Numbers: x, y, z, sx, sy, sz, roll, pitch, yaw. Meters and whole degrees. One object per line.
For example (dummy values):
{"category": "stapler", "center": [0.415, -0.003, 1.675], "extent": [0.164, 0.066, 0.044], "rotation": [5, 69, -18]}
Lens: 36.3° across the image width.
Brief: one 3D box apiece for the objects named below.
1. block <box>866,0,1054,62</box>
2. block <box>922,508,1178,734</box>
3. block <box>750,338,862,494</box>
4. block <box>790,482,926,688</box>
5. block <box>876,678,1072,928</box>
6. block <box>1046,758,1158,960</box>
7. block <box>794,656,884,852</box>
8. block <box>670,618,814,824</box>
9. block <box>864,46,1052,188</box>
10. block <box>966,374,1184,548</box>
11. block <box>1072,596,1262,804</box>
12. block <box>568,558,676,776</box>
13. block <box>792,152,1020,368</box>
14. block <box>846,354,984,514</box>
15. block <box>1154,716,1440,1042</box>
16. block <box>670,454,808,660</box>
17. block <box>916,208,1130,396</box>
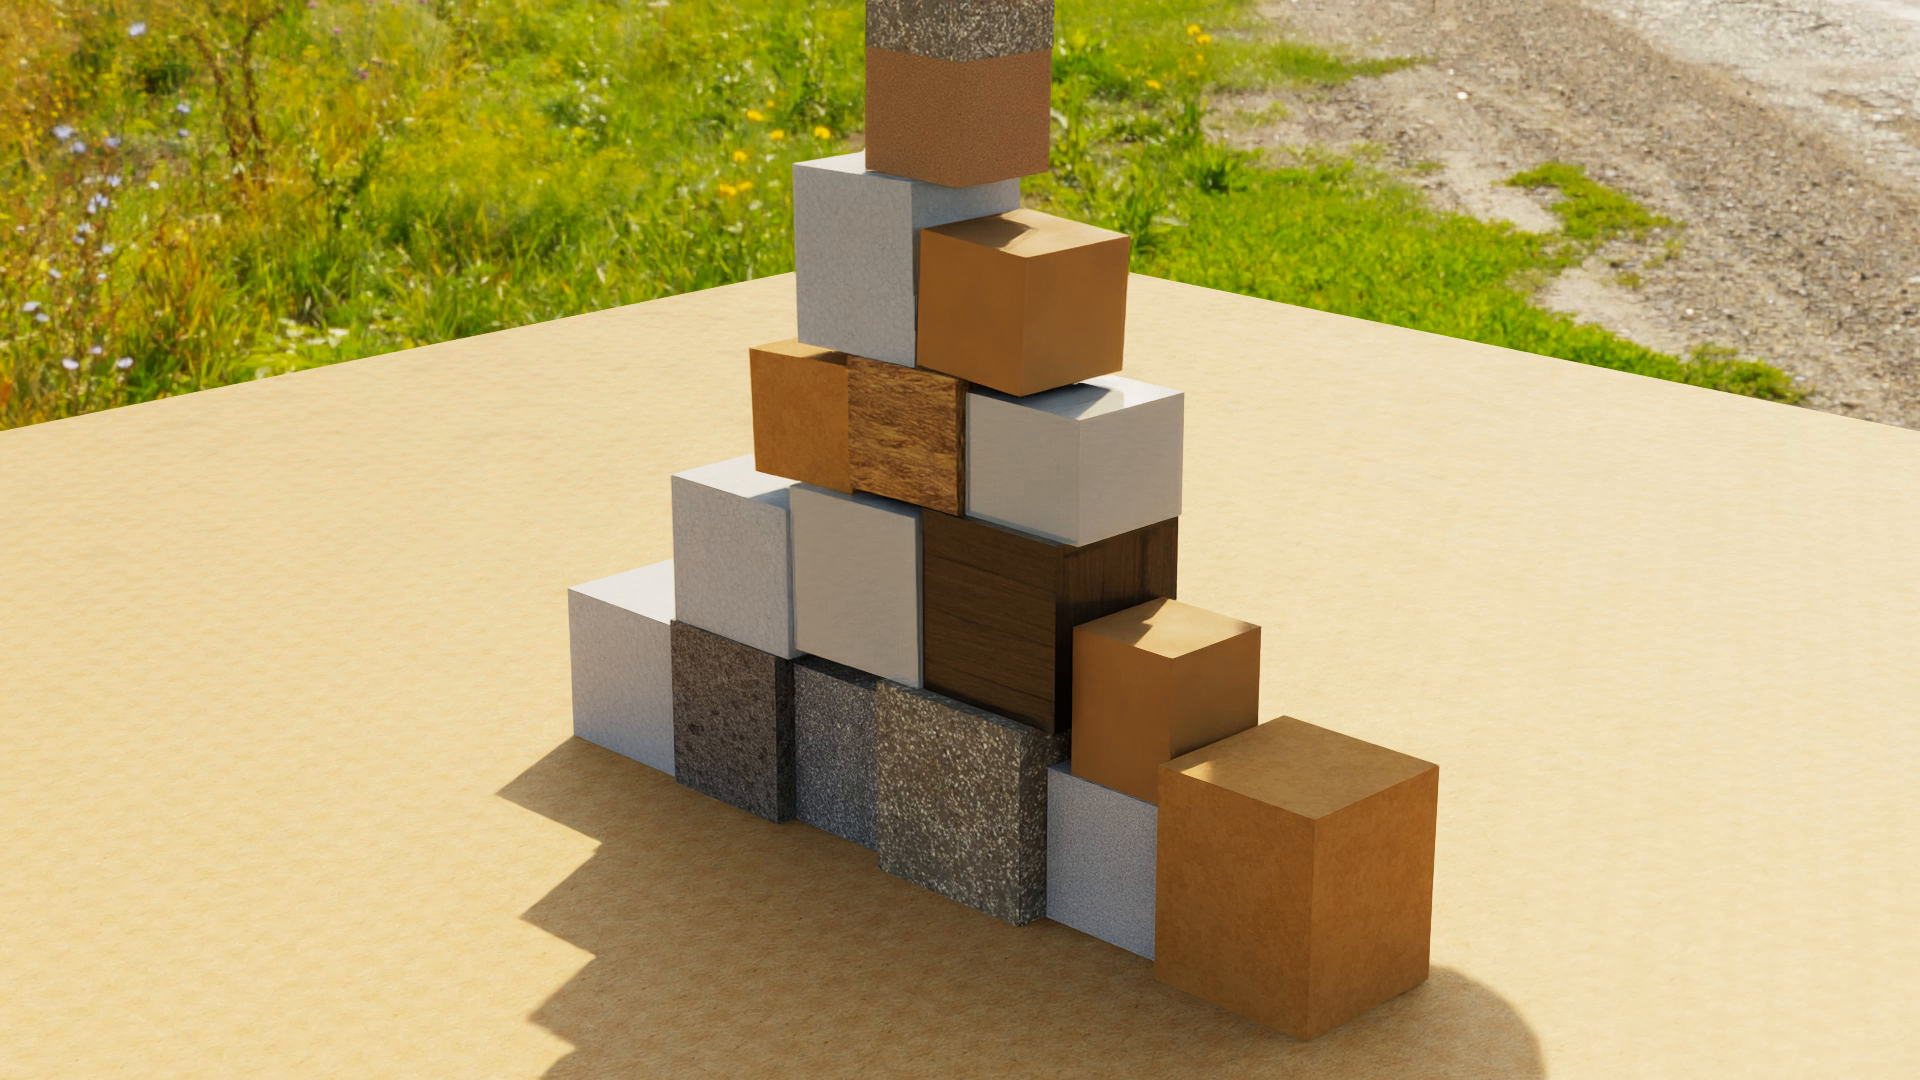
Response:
{"category": "block", "center": [0.001, -2.431, 12.598], "extent": [0.573, 0.628, 0.579], "rotation": [-17, 25, -42]}
{"category": "block", "center": [0.399, 0.265, 13.028], "extent": [0.787, 0.849, 0.806], "rotation": [-17, 24, -42]}
{"category": "block", "center": [-0.496, -0.622, 13.680], "extent": [0.671, 0.590, 0.669], "rotation": [-17, 21, -42]}
{"category": "block", "center": [-0.205, 0.122, 13.589], "extent": [0.798, 0.794, 0.829], "rotation": [-17, 23, -42]}
{"category": "block", "center": [0.275, 1.073, 13.401], "extent": [0.944, 0.917, 0.900], "rotation": [-17, 24, -42]}
{"category": "block", "center": [0.862, 1.347, 12.872], "extent": [0.615, 0.712, 0.741], "rotation": [-17, 24, -42]}
{"category": "block", "center": [-0.292, 0.960, 13.966], "extent": [0.700, 0.794, 0.693], "rotation": [-17, 24, -42]}
{"category": "block", "center": [-0.829, 0.780, 14.443], "extent": [0.884, 0.852, 0.765], "rotation": [-17, 24, -42]}
{"category": "block", "center": [-0.010, -1.878, 12.778], "extent": [0.553, 0.537, 0.588], "rotation": [-17, 25, -42]}
{"category": "block", "center": [0.496, -0.375, 12.725], "extent": [0.666, 0.554, 0.669], "rotation": [-17, 24, -42]}
{"category": "block", "center": [0.887, 0.692, 12.644], "extent": [0.579, 0.674, 0.562], "rotation": [-17, 24, -42]}
{"category": "block", "center": [-1.394, 0.626, 15.021], "extent": [0.843, 0.798, 0.860], "rotation": [-17, 24, -42]}
{"category": "block", "center": [-0.236, -1.289, 13.195], "extent": [0.676, 0.817, 0.763], "rotation": [-17, 23, -42]}
{"category": "block", "center": [0.006, -0.546, 13.187], "extent": [0.749, 0.610, 0.685], "rotation": [-17, 23, -42]}
{"category": "block", "center": [1.403, 1.396, 12.280], "extent": [0.822, 0.974, 0.823], "rotation": [-17, 24, -42]}
{"category": "block", "center": [-0.789, 0.031, 14.182], "extent": [0.866, 0.734, 0.825], "rotation": [-17, 24, -42]}
{"category": "block", "center": [0.271, -1.041, 12.721], "extent": [0.647, 0.605, 0.629], "rotation": [-17, 27, -42]}
